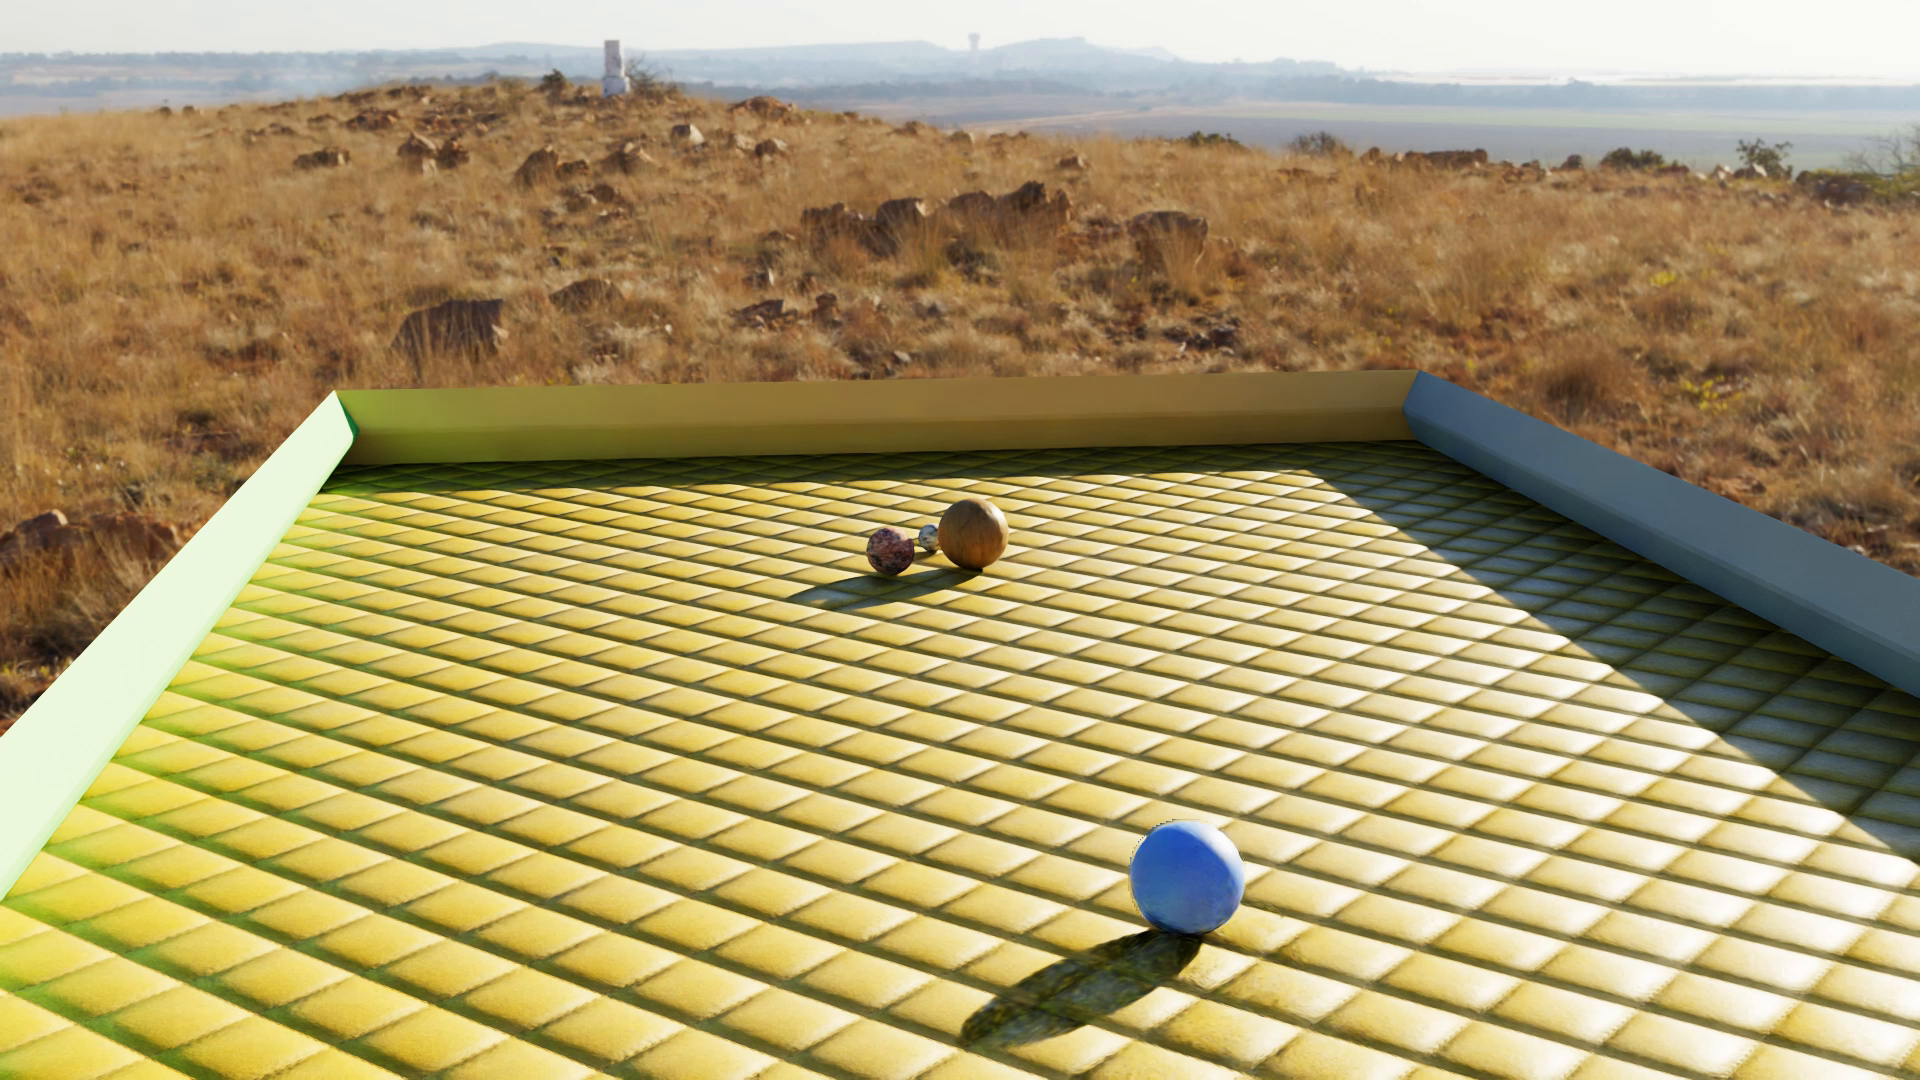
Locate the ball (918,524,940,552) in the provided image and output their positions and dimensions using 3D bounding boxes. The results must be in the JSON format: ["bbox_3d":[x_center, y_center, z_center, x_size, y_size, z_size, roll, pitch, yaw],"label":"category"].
[{"bbox_3d":[-0.039,-0.003,3.075,0.040,0.040,0.040,0,13,0],"label":"ball"}]

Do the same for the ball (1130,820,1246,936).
[{"bbox_3d":[0.180,0.268,1.740,0.091,0.091,0.091,0,13,0],"label":"ball"}]

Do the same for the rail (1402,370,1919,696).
[{"bbox_3d":[1.031,0.131,2.269,0.045,0.126,3.477,-2,13,-7],"label":"rail"}]

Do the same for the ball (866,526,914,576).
[{"bbox_3d":[-0.093,0.015,2.936,0.065,0.065,0.065,0,13,0],"label":"ball"}]

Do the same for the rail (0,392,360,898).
[{"bbox_3d":[-0.801,0.184,2.030,0.045,0.126,3.477,-2,13,-7],"label":"rail"}]

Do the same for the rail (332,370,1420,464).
[{"bbox_3d":[-0.112,-0.212,3.809,1.896,0.126,0.045,-2,13,-7],"label":"rail"}]

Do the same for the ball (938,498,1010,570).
[{"bbox_3d":[0.018,-0.009,2.969,0.097,0.097,0.097,0,13,0],"label":"ball"}]
